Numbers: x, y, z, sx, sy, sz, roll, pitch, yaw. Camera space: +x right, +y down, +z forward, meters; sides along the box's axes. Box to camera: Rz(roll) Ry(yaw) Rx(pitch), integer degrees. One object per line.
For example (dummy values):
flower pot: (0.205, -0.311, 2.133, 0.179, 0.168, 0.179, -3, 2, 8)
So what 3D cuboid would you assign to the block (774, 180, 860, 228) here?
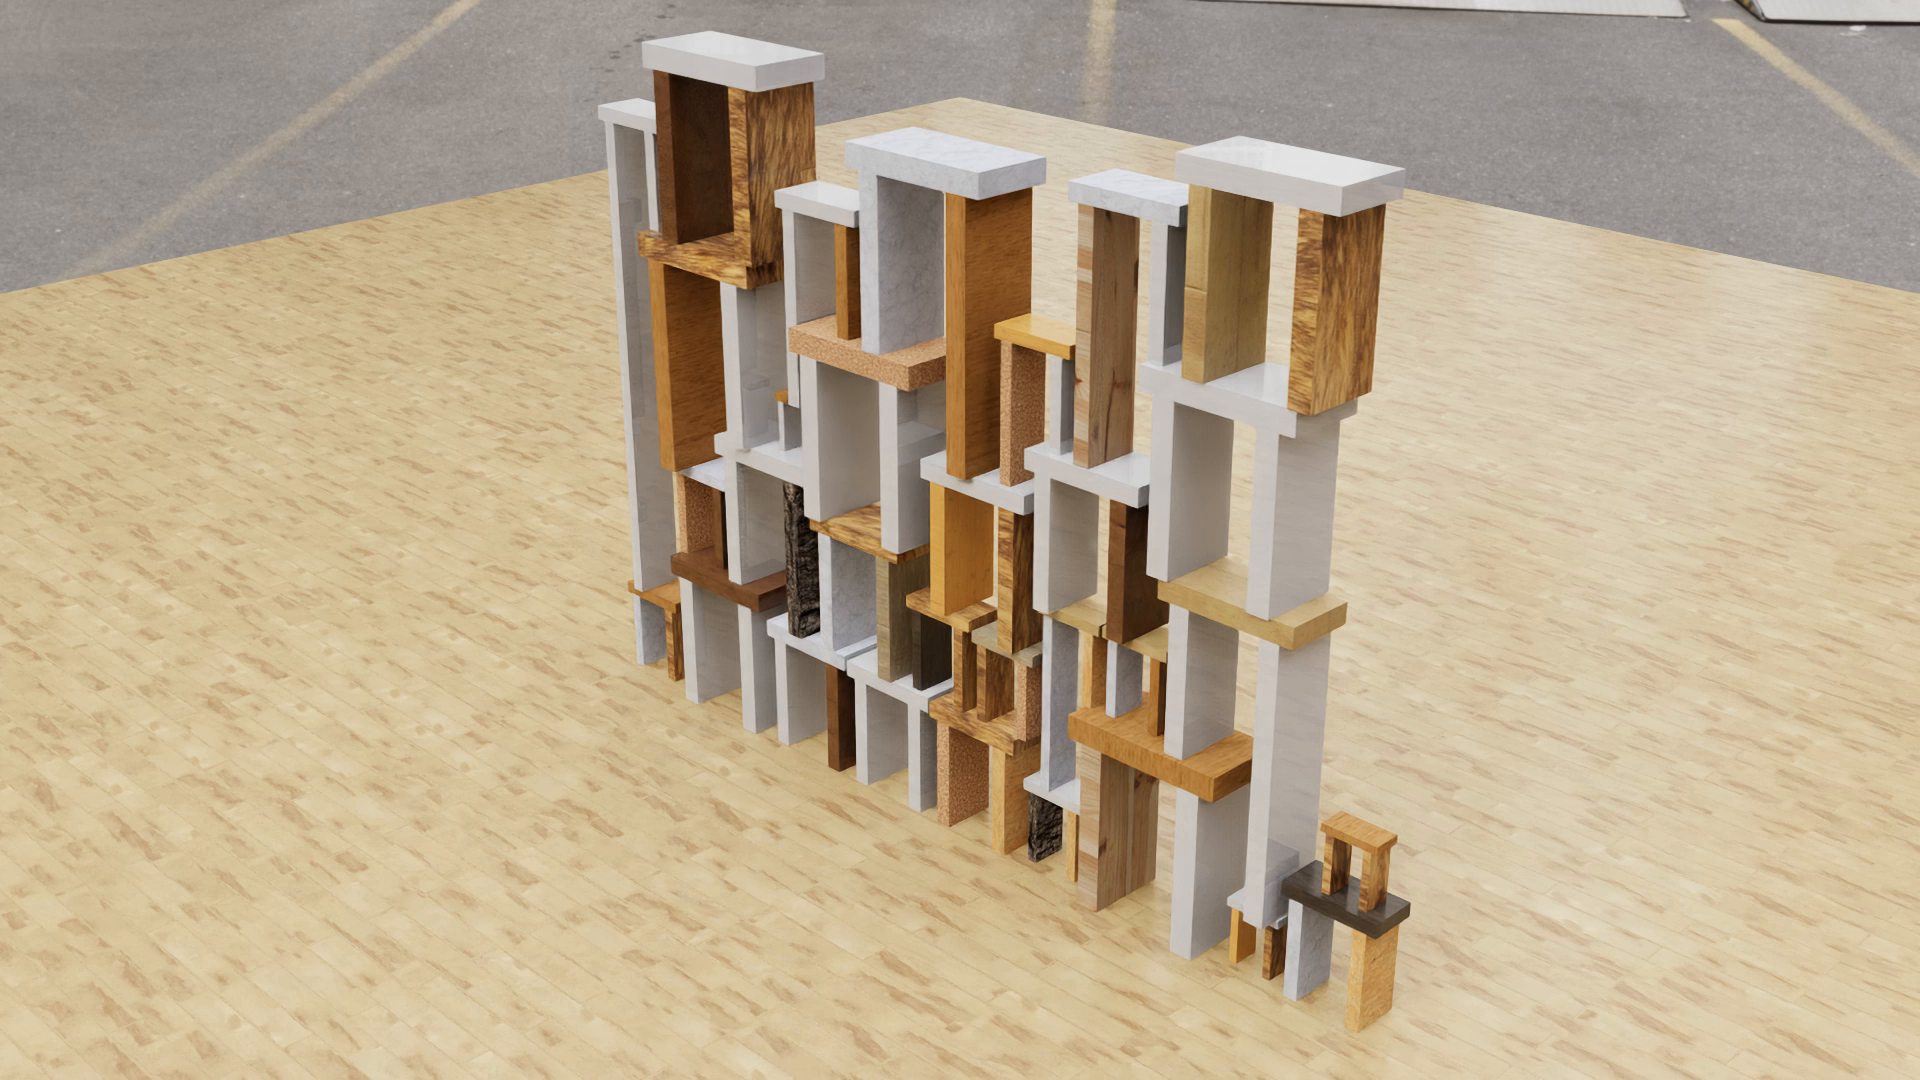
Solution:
block: (-0.238, -0.643, 4.205, 0.225, 0.032, 0.112, 21, 31, 40)

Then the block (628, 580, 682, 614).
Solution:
block: (-0.666, 0.118, 5.001, 0.175, 0.025, 0.088, 21, 31, 41)

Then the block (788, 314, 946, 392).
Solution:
block: (-0.155, -0.368, 4.235, 0.170, 0.048, 0.339, -21, 31, -40)

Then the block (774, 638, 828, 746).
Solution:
block: (-0.336, 0.308, 4.723, 0.122, 0.244, 0.035, -21, 31, -40)

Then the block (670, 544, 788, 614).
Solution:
block: (-0.476, 0.074, 4.770, 0.149, 0.042, 0.298, -21, 31, -41)

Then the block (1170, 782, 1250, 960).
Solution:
block: (0.459, 0.574, 3.974, 0.048, 0.339, 0.170, 21, 31, 41)

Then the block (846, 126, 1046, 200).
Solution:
block: (-0.028, -0.683, 3.974, 0.172, 0.049, 0.344, -21, 31, -40)

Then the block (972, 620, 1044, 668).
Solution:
block: (0.107, 0.196, 4.186, 0.081, 0.023, 0.161, -21, 31, -40)

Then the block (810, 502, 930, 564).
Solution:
block: (-0.168, -0.022, 4.396, 0.128, 0.036, 0.256, -21, 31, -41)

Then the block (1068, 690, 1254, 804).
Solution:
block: (0.379, 0.364, 3.972, 0.339, 0.048, 0.170, 21, 31, 41)

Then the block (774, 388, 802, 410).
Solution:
block: (-0.320, -0.284, 4.442, 0.053, 0.015, 0.105, -21, 31, -40)

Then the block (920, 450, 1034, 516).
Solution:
block: (0.068, -0.117, 4.109, 0.134, 0.038, 0.268, -21, 31, -41)

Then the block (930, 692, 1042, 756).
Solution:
block: (0.061, 0.350, 4.306, 0.229, 0.033, 0.115, 21, 31, 41)

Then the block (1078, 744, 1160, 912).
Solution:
block: (0.299, 0.511, 4.121, 0.048, 0.339, 0.170, 21, 31, 41)

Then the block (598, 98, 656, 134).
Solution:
block: (-0.645, -0.876, 4.545, 0.103, 0.029, 0.205, -21, 31, -40)

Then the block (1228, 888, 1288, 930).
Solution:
block: (0.538, 0.653, 3.913, 0.056, 0.016, 0.112, -21, 31, -40)

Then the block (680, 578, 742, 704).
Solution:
block: (-0.546, 0.203, 4.902, 0.042, 0.298, 0.149, 21, 31, 41)

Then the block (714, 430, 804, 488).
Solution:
block: (-0.362, -0.181, 4.540, 0.142, 0.040, 0.283, -21, 31, -40)

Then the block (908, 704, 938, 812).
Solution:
block: (-0.050, 0.424, 4.460, 0.033, 0.236, 0.118, 21, 31, 41)

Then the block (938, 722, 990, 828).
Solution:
block: (0.007, 0.450, 4.407, 0.033, 0.230, 0.115, 21, 31, 41)

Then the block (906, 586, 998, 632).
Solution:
block: (-0.014, 0.132, 4.290, 0.172, 0.024, 0.086, 21, 31, 41)

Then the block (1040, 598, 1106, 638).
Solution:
block: (0.224, 0.134, 4.038, 0.076, 0.021, 0.151, -21, 31, -40)

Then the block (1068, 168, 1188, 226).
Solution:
block: (0.309, -0.569, 3.643, 0.121, 0.034, 0.241, -21, 31, -40)

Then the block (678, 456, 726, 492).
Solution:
block: (-0.530, -0.152, 4.737, 0.093, 0.026, 0.186, -21, 30, -40)

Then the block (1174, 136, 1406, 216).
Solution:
block: (0.510, -0.568, 3.421, 0.161, 0.046, 0.322, -21, 31, -40)

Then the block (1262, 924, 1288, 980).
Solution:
block: (0.564, 0.723, 3.913, 0.056, 0.112, 0.016, -21, 31, -41)

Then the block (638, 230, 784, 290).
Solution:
block: (-0.482, -0.589, 4.494, 0.174, 0.049, 0.348, -22, 31, -40)

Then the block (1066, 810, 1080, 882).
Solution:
block: (0.238, 0.574, 4.215, 0.021, 0.151, 0.076, 21, 31, 41)

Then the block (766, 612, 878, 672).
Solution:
block: (-0.279, 0.202, 4.615, 0.122, 0.035, 0.244, -21, 31, -40)

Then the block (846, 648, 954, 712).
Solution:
block: (-0.106, 0.278, 4.459, 0.236, 0.033, 0.118, 21, 31, 41)

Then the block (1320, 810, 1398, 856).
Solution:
block: (0.672, 0.493, 3.703, 0.115, 0.016, 0.058, 21, 31, 41)

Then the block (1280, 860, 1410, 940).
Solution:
block: (0.660, 0.614, 3.770, 0.198, 0.028, 0.099, 21, 31, 41)

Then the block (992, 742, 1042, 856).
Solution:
block: (0.115, 0.492, 4.307, 0.033, 0.230, 0.115, 21, 31, 41)

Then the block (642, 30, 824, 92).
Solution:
block: (-0.446, -0.938, 4.302, 0.174, 0.049, 0.347, -22, 31, -40)

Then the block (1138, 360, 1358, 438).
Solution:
block: (0.470, -0.248, 3.609, 0.163, 0.046, 0.327, -21, 31, -40)

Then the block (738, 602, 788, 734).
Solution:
block: (-0.405, 0.257, 4.773, 0.149, 0.298, 0.042, -21, 31, -41)

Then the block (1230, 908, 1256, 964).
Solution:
block: (0.511, 0.702, 3.962, 0.056, 0.113, 0.016, -21, 31, -41)

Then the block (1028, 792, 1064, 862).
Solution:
block: (0.167, 0.546, 4.281, 0.076, 0.151, 0.021, -21, 31, -41)

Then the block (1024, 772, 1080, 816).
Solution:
block: (0.203, 0.480, 4.214, 0.076, 0.021, 0.151, -21, 31, -41)

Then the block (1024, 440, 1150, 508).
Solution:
block: (0.257, -0.127, 3.892, 0.267, 0.038, 0.134, 21, 31, 41)

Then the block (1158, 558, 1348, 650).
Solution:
block: (0.494, 0.102, 3.732, 0.145, 0.041, 0.291, -21, 31, -40)

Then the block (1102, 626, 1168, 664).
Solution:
block: (0.337, 0.176, 3.939, 0.076, 0.021, 0.151, -21, 31, -40)

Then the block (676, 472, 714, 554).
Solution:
block: (-0.572, -0.072, 4.821, 0.093, 0.186, 0.026, -21, 31, -41)

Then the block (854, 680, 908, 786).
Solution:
block: (-0.161, 0.380, 4.562, 0.033, 0.236, 0.118, 21, 31, 41)

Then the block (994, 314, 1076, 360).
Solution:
block: (0.158, -0.361, 3.899, 0.182, 0.026, 0.091, 21, 31, 40)

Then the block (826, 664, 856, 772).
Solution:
block: (-0.222, 0.353, 4.616, 0.035, 0.244, 0.122, 21, 31, 41)
